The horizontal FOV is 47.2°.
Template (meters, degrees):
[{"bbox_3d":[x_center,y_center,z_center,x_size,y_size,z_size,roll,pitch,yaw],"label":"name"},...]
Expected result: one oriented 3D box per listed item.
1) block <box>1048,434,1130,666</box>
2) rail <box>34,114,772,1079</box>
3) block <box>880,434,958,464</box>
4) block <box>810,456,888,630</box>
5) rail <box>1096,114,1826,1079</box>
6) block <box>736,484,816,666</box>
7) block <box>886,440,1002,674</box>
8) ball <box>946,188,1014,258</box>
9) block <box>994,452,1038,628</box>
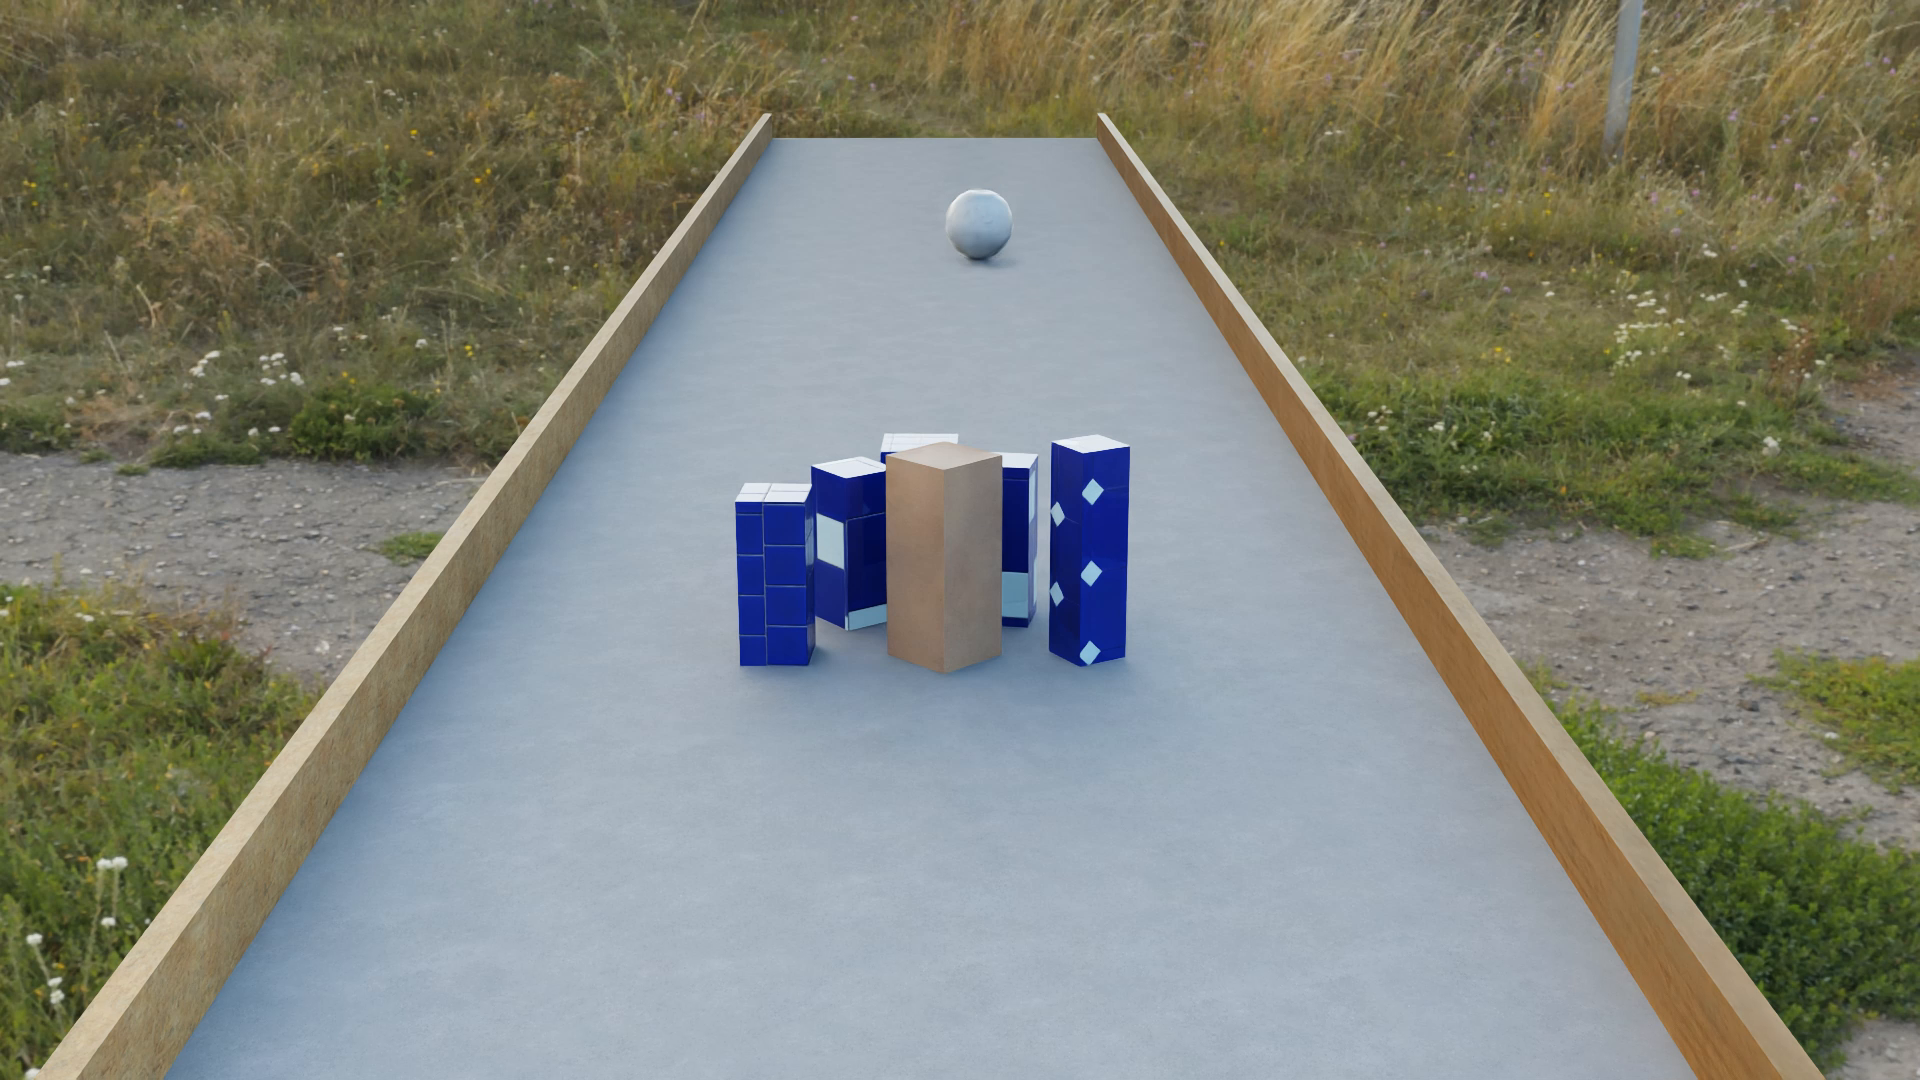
[{"bbox_3d":[0.257,0.021,4.389,0.111,0.438,0.111,-10,19,-30],"label":"block"},{"bbox_3d":[-1.118,-0.838,7.780,0.050,0.150,12.000,0,17,-1],"label":"rail"},{"bbox_3d":[-0.089,-0.066,4.906,0.165,0.310,0.165,0,17,1],"label":"block"},{"bbox_3d":[-0.221,0.006,4.630,0.129,0.329,0.129,-12,20,-35],"label":"block"},{"bbox_3d":[0.932,-0.844,7.801,0.050,0.150,12.000,0,17,-1],"label":"rail"},{"bbox_3d":[-0.367,0.069,4.397,0.136,0.340,0.136,1,17,3],"label":"block"},{"bbox_3d":[-0.031,0.032,4.389,0.163,0.416,0.163,16,23,43],"label":"block"},{"bbox_3d":[0.081,-1.317,9.155,0.286,0.286,0.286,0,17,0],"label":"ball"},{"bbox_3d":[0.095,-0.001,4.626,0.118,0.345,0.118,3,17,10],"label":"block"}]
